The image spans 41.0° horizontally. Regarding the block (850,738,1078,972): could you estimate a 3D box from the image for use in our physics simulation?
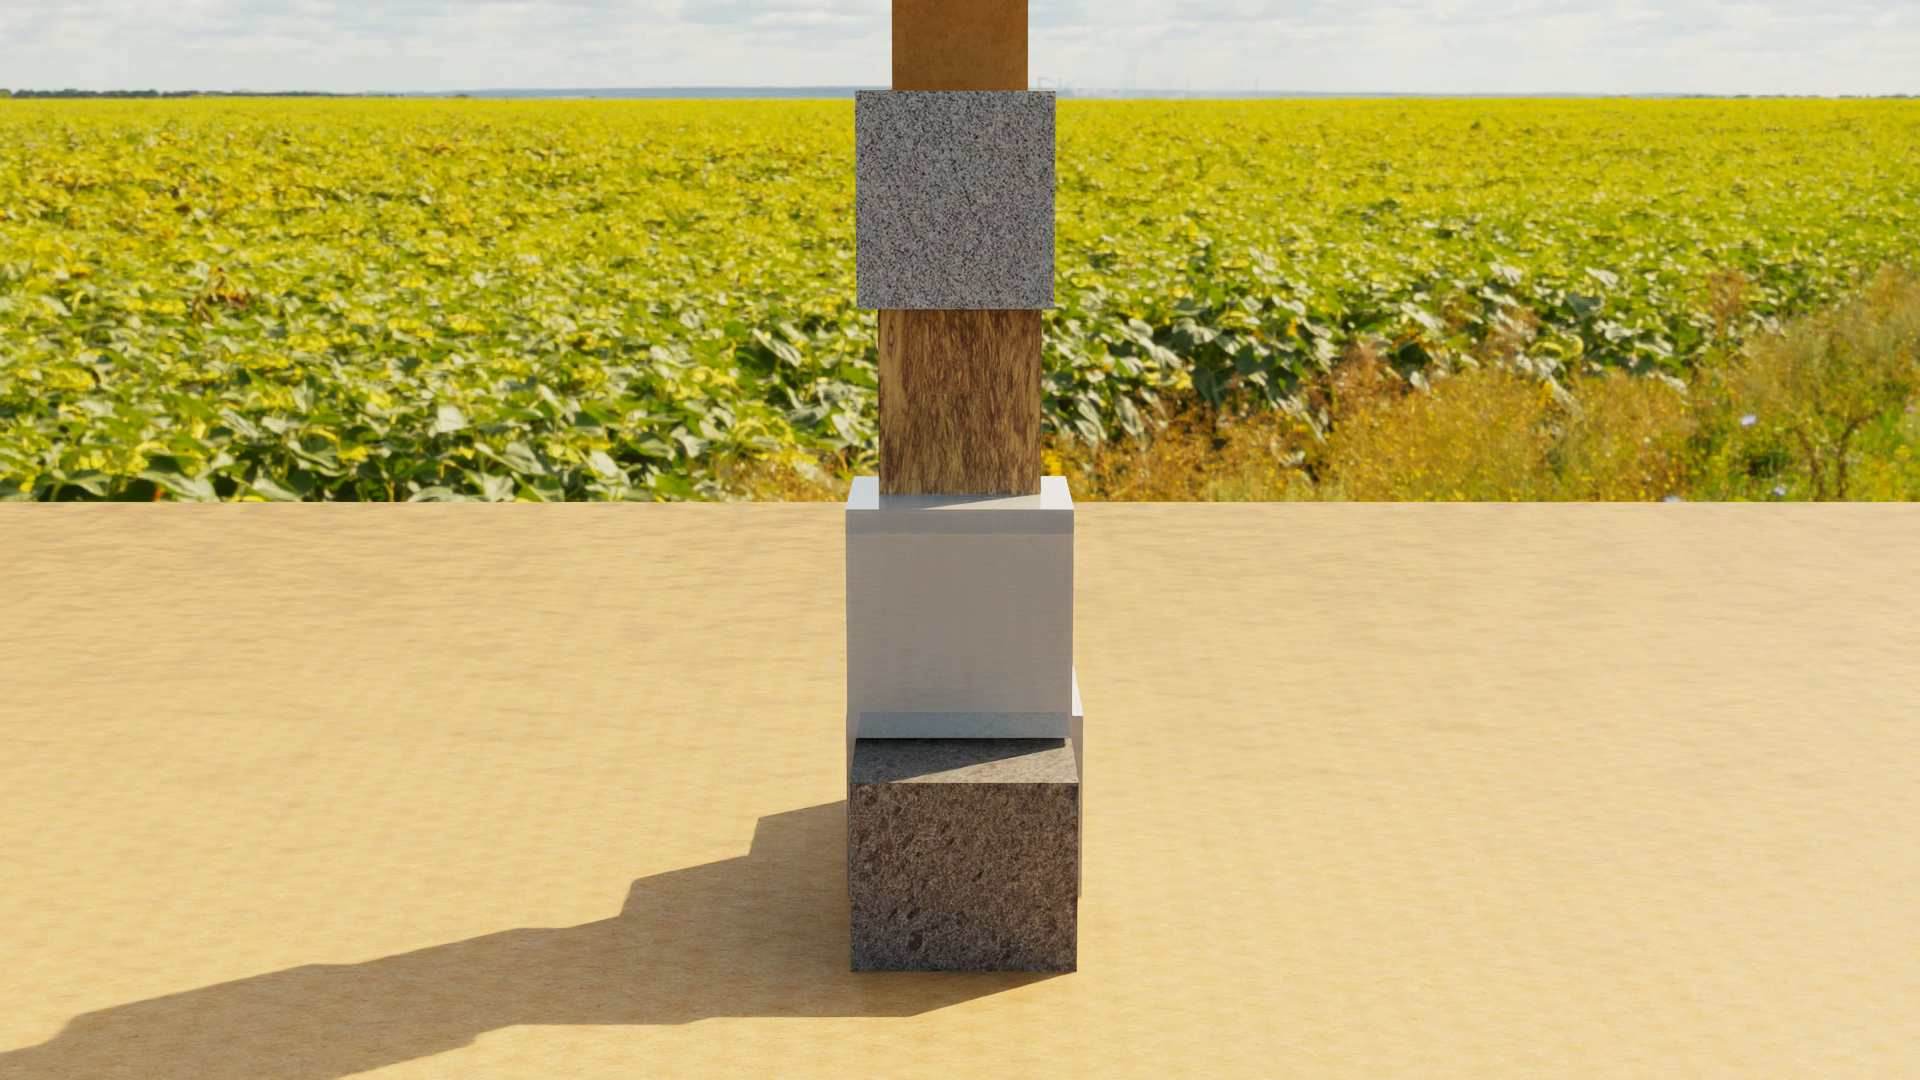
[{"bbox_3d":[0.016,1.246,10.548,0.896,0.774,0.923,0,10,0],"label":"block"}]

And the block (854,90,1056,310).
[{"bbox_3d":[-0.019,-1.464,10.914,0.815,0.886,0.874,0,10,0],"label":"block"}]

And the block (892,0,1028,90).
[{"bbox_3d":[0.000,-2.149,10.790,0.559,0.508,0.558,0,10,0],"label":"block"}]

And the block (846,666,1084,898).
[{"bbox_3d":[0.020,1.063,11.461,1.012,0.807,0.920,0,10,0],"label":"block"}]

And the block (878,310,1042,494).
[{"bbox_3d":[-0.001,-0.643,11.063,0.681,0.783,0.733,0,10,0],"label":"block"}]

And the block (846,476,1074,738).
[{"bbox_3d":[-0.001,0.268,10.911,0.927,0.955,0.864,0,10,0],"label":"block"}]
